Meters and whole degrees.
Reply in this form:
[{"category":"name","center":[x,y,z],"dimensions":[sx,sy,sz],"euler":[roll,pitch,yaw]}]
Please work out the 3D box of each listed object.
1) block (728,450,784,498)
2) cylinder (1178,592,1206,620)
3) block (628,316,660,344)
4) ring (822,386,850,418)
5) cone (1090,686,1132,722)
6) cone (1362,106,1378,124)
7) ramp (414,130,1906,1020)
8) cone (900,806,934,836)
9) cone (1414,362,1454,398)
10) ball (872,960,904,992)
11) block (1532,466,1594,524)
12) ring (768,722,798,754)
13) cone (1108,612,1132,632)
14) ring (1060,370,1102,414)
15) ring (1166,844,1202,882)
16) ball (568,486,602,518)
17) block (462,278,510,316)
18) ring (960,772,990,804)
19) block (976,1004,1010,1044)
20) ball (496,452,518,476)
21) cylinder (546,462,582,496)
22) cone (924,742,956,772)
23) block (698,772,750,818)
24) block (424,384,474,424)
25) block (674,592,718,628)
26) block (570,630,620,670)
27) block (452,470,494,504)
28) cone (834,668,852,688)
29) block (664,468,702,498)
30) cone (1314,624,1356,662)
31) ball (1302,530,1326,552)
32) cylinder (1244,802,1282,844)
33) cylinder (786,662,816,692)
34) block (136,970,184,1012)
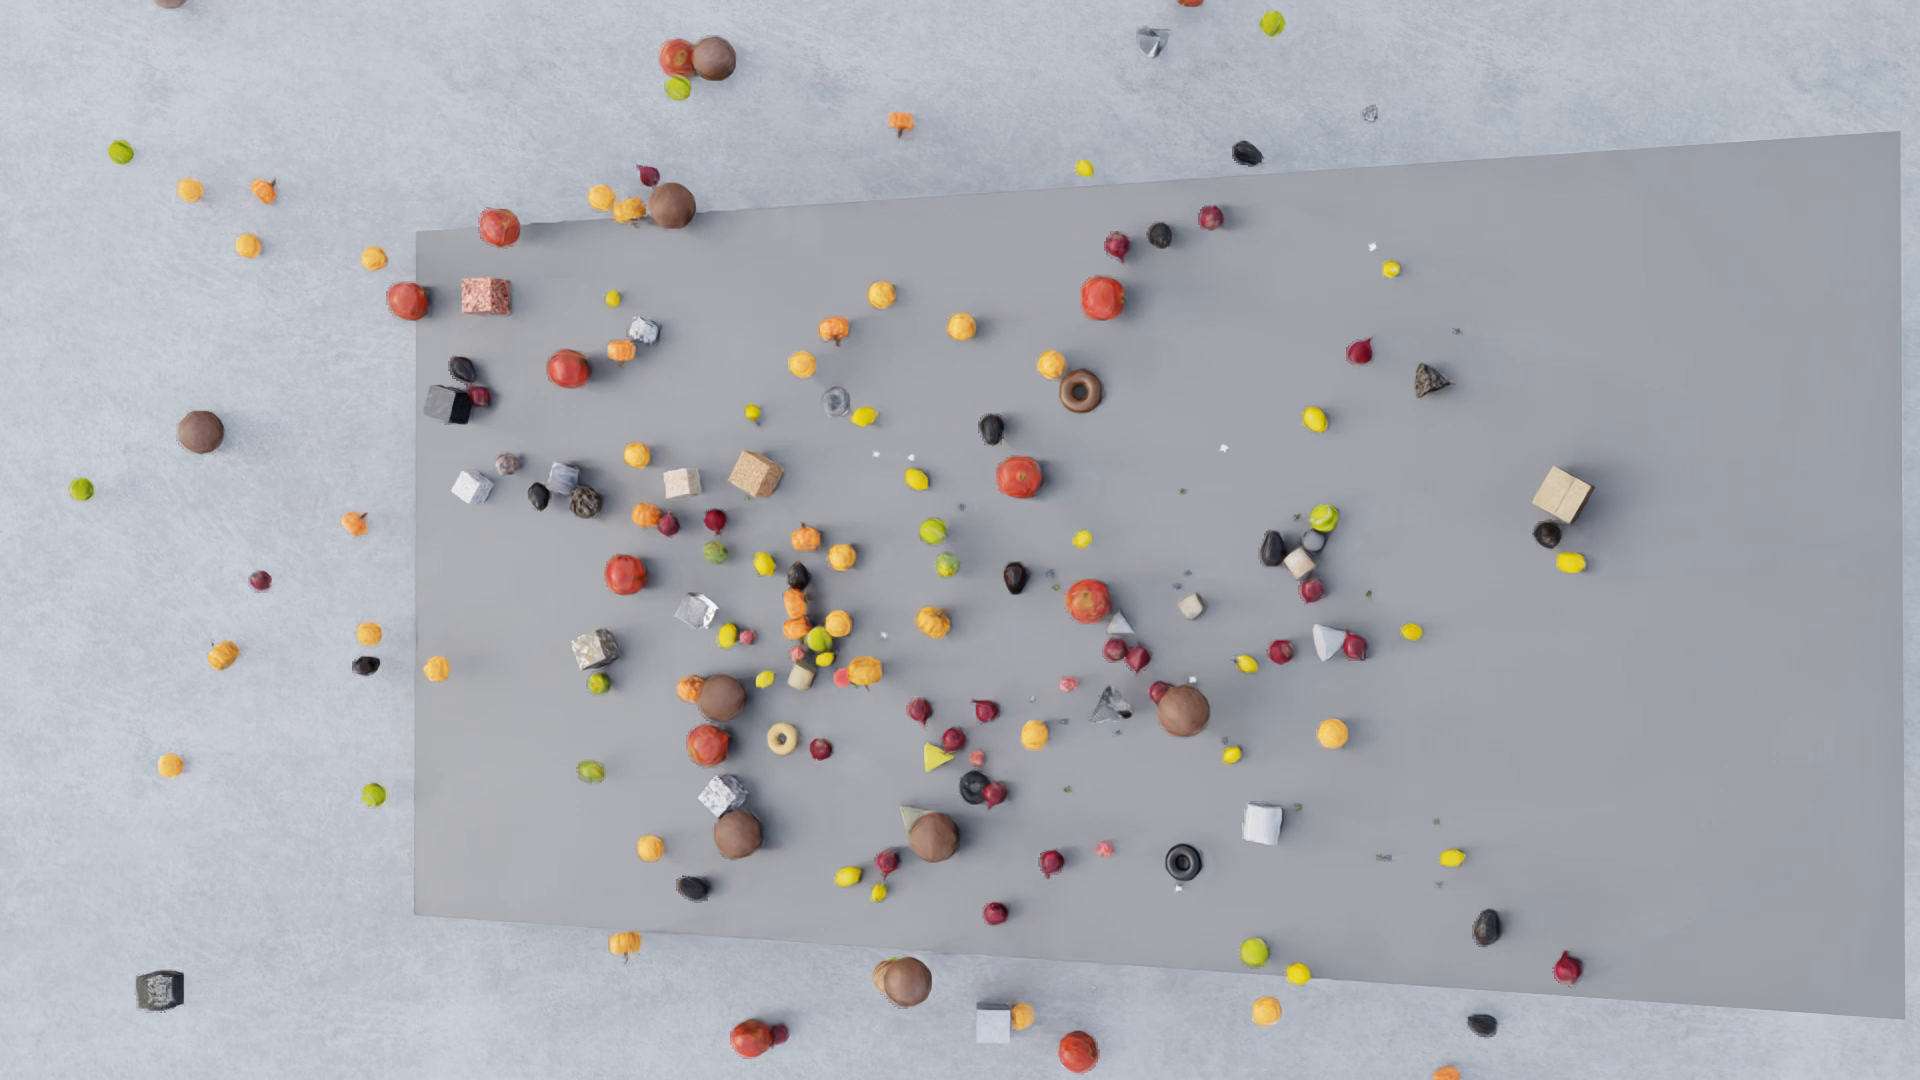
[{"category":"block","center":[-0.553,-0.178,5.969],"dimensions":[0.092,0.092,0.092],"euler":[30,100,19]},{"category":"cylinder","center":[0.584,0.166,5.533],"dimensions":[0.052,0.052,0.052],"euler":[-32,89,18]},{"category":"block","center":[-0.877,-0.584,6.114],"dimensions":[0.055,0.055,0.055],"euler":[16,101,-43]},{"category":"ring","center":[-0.335,-0.371,5.920],"dimensions":[0.083,0.028,0.083],"euler":[0,89,21]},{"category":"cone","center":[0.365,0.439,5.597],"dimensions":[0.100,0.100,0.100],"euler":[-38,89,23]},{"category":"cone","center":[1.200,-1.222,6.375],"dimensions":[0.055,0.055,0.055],"euler":[37,89,-41]},{"category":"ramp","center":[0.283,0.087,5.736],"dimensions":[4.000,0.100,2.000],"euler":[0,89,22]},{"category":"cone","center":[-0.107,0.730,5.810],"dimensions":[0.083,0.083,0.083],"euler":[-15,89,-6]},{"category":"cone","center":[1.155,-0.383,5.319],"dimensions":[0.086,0.086,0.086],"euler":[4,89,-5]},{"category":"ball","center":[-0.197,1.195,6.019],"dimensions":[0.087,0.087,0.087],"euler":[0,89,0]},{"category":"block","center":[1.421,-0.106,5.177],"dimensions":[0.099,0.099,0.099],"euler":[31,101,19]},{"category":"ring","center":[-0.481,0.538,5.966],"dimensions":[0.089,0.030,0.089],"euler":[-1,88,21]},{"category":"cone","center":[0.418,0.222,5.612],"dimensions":[0.059,0.059,0.059],"euler":[28,89,-7]},{"category":"ring","center":[0.310,-0.382,5.657],"dimensions":[0.115,0.038,0.115],"euler":[0,90,21]},{"category":"ring","center":[0.563,0.814,5.545],"dimensions":[0.094,0.031,0.094],"euler":[0,90,23]},{"category":"ball","center":[-1.052,-0.105,6.169],"dimensions":[0.089,0.089,0.089],"euler":[0,89,0]},{"category":"block","center":[-1.357,-0.696,6.295],"dimensions":[0.096,0.096,0.096],"euler":[0,89,22]},{"category":"ring","center":[0.039,0.649,5.757],"dimensions":[0.087,0.029,0.087],"euler":[0,90,21]},{"category":"block","center":[0.097,1.419,6.459],"dimensions":[0.096,0.096,0.096],"euler":[1,89,0]},{"category":"ball","center":[-1.294,-0.217,6.280],"dimensions":[0.066,0.066,0.066],"euler":[0,89,0]},{"category":"cylinder","center":[-1.118,-0.173,6.200],"dimensions":[0.079,0.079,0.079],"euler":[16,91,0]},{"category":"cone","center":[-0.050,0.571,5.790],"dimensions":[0.080,0.080,0.080],"euler":[1,89,-7]},{"category":"block","center":[-0.644,0.697,6.000],"dimensions":[0.083,0.083,0.083],"euler":[43,104,17]},{"category":"block","center":[-1.474,-0.391,6.341],"dimensions":[0.091,0.091,0.091],"euler":[17,96,21]},{"category":"block","center":[-0.724,0.194,6.044],"dimensions":[0.072,0.072,0.072],"euler":[31,100,19]},{"category":"block","center":[-1.019,0.306,6.153],"dimensions":[0.086,0.086,0.086],"euler":[-25,80,20]},{"category":"block","center":[-1.401,-0.151,6.320],"dimensions":[0.070,0.070,0.070],"euler":[35,102,18]},{"category":"cone","center":[-0.326,0.370,5.894],"dimensions":[0.052,0.052,0.052],"euler":[0,89,22]},{"category":"block","center":[-0.765,-0.156,6.065],"dimensions":[0.071,0.071,0.071],"euler":[-10,86,21]},{"category":"cone","center":[0.928,0.243,5.400],"dimensions":[0.094,0.094,0.094],"euler":[-12,89,-5]},{"category":"ball","center":[0.871,0.003,5.417],"dimensions":[0.058,0.058,0.058],"euler":[0,89,0]},{"category":"cylinder","center":[0.750,0.700,5.441],"dimensions":[0.087,0.087,0.087],"euler":[8,93,0]},{"category":"cylinder","center":[-0.428,0.368,5.930],"dimensions":[0.060,0.060,0.060],"euler":[28,87,0]},{"category":"block","center":[-2.325,1.310,6.396],"dimensions":[0.092,0.092,0.092],"euler":[0,92,21]}]
